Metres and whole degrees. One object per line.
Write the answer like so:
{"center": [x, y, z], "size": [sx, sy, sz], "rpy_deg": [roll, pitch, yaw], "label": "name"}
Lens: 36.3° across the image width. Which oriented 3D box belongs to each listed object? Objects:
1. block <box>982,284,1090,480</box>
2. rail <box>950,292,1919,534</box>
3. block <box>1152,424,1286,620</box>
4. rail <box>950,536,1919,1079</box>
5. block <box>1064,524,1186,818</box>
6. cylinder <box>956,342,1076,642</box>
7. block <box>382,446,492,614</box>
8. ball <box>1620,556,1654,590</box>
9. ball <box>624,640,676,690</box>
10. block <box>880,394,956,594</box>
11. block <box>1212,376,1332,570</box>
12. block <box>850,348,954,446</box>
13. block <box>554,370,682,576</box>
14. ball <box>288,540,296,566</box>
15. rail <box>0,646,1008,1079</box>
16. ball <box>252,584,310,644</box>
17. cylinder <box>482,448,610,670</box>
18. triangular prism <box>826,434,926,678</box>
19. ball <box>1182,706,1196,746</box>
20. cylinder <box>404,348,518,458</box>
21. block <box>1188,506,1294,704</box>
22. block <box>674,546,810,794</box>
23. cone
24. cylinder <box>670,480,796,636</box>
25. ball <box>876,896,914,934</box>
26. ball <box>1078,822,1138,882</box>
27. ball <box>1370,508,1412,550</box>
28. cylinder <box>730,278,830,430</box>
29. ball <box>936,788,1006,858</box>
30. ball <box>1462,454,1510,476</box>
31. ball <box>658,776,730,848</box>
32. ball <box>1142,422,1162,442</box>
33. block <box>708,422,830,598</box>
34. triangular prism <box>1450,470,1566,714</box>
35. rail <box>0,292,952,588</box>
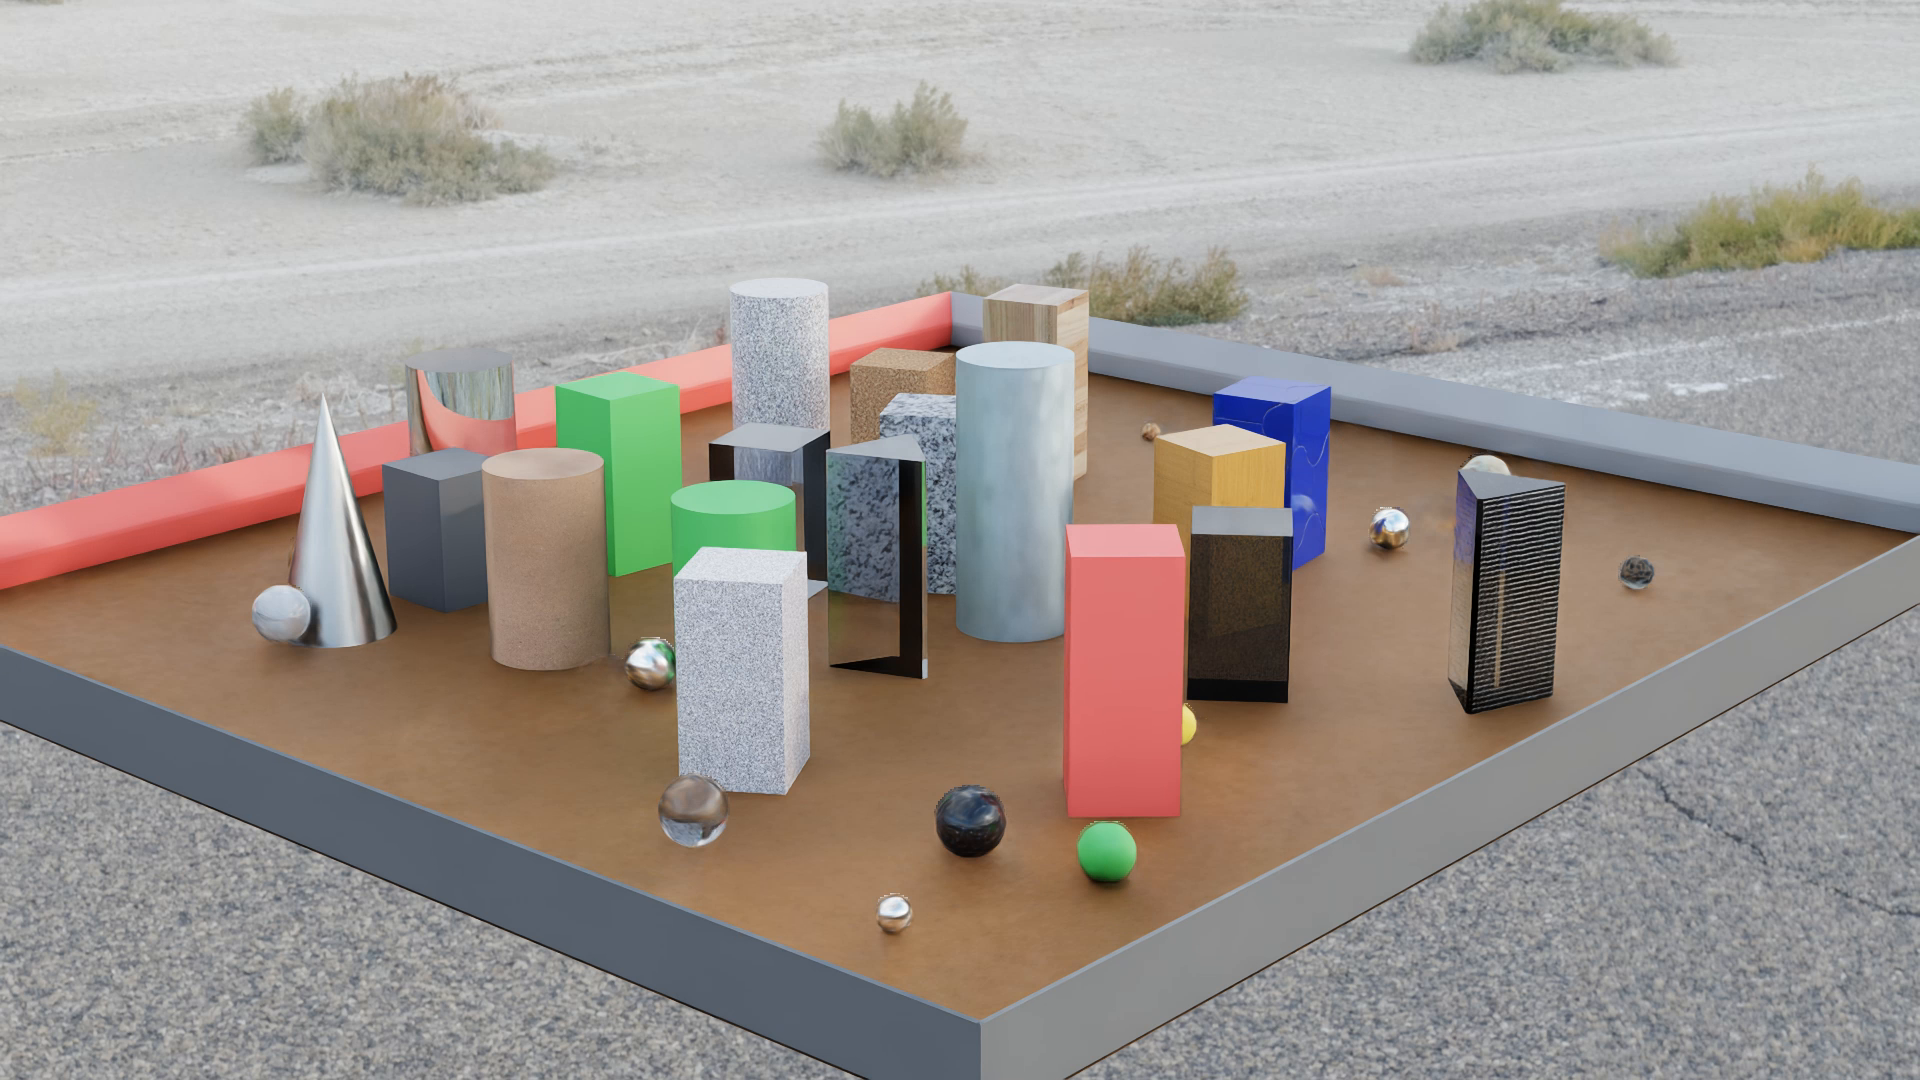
{"center": [0.150, -0.303, 5.809], "size": [0.158, 0.374, 0.158], "rpy_deg": [8, 18, 24], "label": "block"}
{"center": [0.939, -0.280, 6.156], "size": [2.589, 0.128, 0.045], "rpy_deg": [14, 22, 39], "label": "rail"}
{"center": [0.441, -0.026, 5.019], "size": [0.158, 0.300, 0.158], "rpy_deg": [-11, 20, -32], "label": "block"}
{"center": [0.960, 0.273, 4.322], "size": [0.045, 0.128, 2.912], "rpy_deg": [14, 22, 39], "label": "rail"}
{"center": [0.231, 0.185, 4.172], "size": [0.158, 0.385, 0.158], "rpy_deg": [0, 17, -1], "label": "block"}
{"center": [0.091, -0.082, 4.912], "size": [0.197, 0.469, 0.197], "rpy_deg": [0, 17, 0], "label": "cylinder"}
{"center": [-0.888, -0.019, 5.105], "size": [0.158, 0.237, 0.158], "rpy_deg": [15, 22, 40], "label": "block"}
{"center": [1.191, 0.058, 5.159], "size": [0.058, 0.058, 0.058], "rpy_deg": [0, 17, 0], "label": "ball"}
{"center": [-0.490, 0.198, 4.651], "size": [0.082, 0.082, 0.082], "rpy_deg": [0, 17, 0], "label": "ball"}
{"center": [-0.047, -0.082, 5.173], "size": [0.158, 0.318, 0.158], "rpy_deg": [3, 17, 11], "label": "block"}
{"center": [0.561, -0.120, 5.310], "size": [0.158, 0.313, 0.158], "rpy_deg": [10, 19, 30], "label": "block"}
{"center": [-0.111, -0.228, 5.756], "size": [0.158, 0.261, 0.158], "rpy_deg": [6, 18, 20], "label": "block"}
{"center": [-0.614, -0.121, 5.292], "size": [0.158, 0.325, 0.158], "rpy_deg": [-16, 23, -42], "label": "block"}
{"center": [-1.116, 0.031, 5.084], "size": [0.096, 0.096, 0.096], "rpy_deg": [0, 17, 0], "label": "ball"}
{"center": [-0.939, 0.344, 4.084], "size": [2.589, 0.128, 0.045], "rpy_deg": [14, 22, 39], "label": "rail"}
{"center": [-1.115, 0.122, 4.818], "size": [0.095, 0.095, 0.095], "rpy_deg": [0, 17, 0], "label": "ball"}
{"center": [-0.676, 0.029, 4.799], "size": [0.197, 0.321, 0.197], "rpy_deg": [0, 17, 0], "label": "cylinder"}
{"center": [-0.108, 0.021, 4.757], "size": [0.171, 0.362, 0.148], "rpy_deg": [6, 18, 20], "label": "triangular prism"}
{"center": [0.324, 0.279, 4.415], "size": [0.064, 0.064, 0.064], "rpy_deg": [0, 17, 0], "label": "ball"}
{"center": [-0.921, -0.171, 5.439], "size": [0.197, 0.335, 0.197], "rpy_deg": [0, 17, 0], "label": "cylinder"}
{"center": [0.443, 0.101, 4.645], "size": [0.158, 0.273, 0.158], "rpy_deg": [2, 17, 5], "label": "block"}
{"center": [-0.316, 0.189, 4.272], "size": [0.158, 0.319, 0.158], "rpy_deg": [3, 17, 10], "label": "block"}
{"center": [-1.050, -0.047, 4.894], "size": [0.197, 0.413, 0.197], "rpy_deg": [0, 17, 0], "label": "cone"}
{"center": [-0.359, 0.076, 4.680], "size": [0.197, 0.300, 0.197], "rpy_deg": [0, 17, 0], "label": "cylinder"}
{"center": [-0.084, 0.482, 3.771], "size": [0.047, 0.047, 0.047], "rpy_deg": [0, 17, 0], "label": "ball"}
{"center": [0.197, 0.418, 3.926], "size": [0.080, 0.080, 0.080], "rpy_deg": [0, 17, 0], "label": "ball"}
{"center": [0.791, -0.020, 5.388], "size": [0.076, 0.076, 0.076], "rpy_deg": [0, 17, 0], "label": "ball"}
{"center": [-0.360, -0.325, 5.891], "size": [0.197, 0.370, 0.197], "rpy_deg": [0, 17, 0], "label": "cylinder"}
{"center": [0.015, 0.386, 4.003], "size": [0.096, 0.096, 0.096], "rpy_deg": [0, 17, 0], "label": "ball"}
{"center": [1.016, -0.116, 5.670], "size": [0.097, 0.097, 0.097], "rpy_deg": [0, 17, 0], "label": "ball"}
{"center": [-0.367, 0.374, 4.041], "size": [0.098, 0.098, 0.098], "rpy_deg": [0, 17, 0], "label": "ball"}
{"center": [0.400, -0.225, 6.127], "size": [0.041, 0.041, 0.041], "rpy_deg": [0, 17, 0], "label": "ball"}
{"center": [-0.329, -0.046, 5.120], "size": [0.158, 0.279, 0.158], "rpy_deg": [7, 18, 21], "label": "block"}
{"center": [0.826, 0.073, 4.606], "size": [0.171, 0.348, 0.148], "rpy_deg": [-10, 19, -29], "label": "triangular prism"}
{"center": [-0.960, -0.208, 5.918], "size": [0.045, 0.128, 2.912], "rpy_deg": [14, 22, 39], "label": "rail"}
